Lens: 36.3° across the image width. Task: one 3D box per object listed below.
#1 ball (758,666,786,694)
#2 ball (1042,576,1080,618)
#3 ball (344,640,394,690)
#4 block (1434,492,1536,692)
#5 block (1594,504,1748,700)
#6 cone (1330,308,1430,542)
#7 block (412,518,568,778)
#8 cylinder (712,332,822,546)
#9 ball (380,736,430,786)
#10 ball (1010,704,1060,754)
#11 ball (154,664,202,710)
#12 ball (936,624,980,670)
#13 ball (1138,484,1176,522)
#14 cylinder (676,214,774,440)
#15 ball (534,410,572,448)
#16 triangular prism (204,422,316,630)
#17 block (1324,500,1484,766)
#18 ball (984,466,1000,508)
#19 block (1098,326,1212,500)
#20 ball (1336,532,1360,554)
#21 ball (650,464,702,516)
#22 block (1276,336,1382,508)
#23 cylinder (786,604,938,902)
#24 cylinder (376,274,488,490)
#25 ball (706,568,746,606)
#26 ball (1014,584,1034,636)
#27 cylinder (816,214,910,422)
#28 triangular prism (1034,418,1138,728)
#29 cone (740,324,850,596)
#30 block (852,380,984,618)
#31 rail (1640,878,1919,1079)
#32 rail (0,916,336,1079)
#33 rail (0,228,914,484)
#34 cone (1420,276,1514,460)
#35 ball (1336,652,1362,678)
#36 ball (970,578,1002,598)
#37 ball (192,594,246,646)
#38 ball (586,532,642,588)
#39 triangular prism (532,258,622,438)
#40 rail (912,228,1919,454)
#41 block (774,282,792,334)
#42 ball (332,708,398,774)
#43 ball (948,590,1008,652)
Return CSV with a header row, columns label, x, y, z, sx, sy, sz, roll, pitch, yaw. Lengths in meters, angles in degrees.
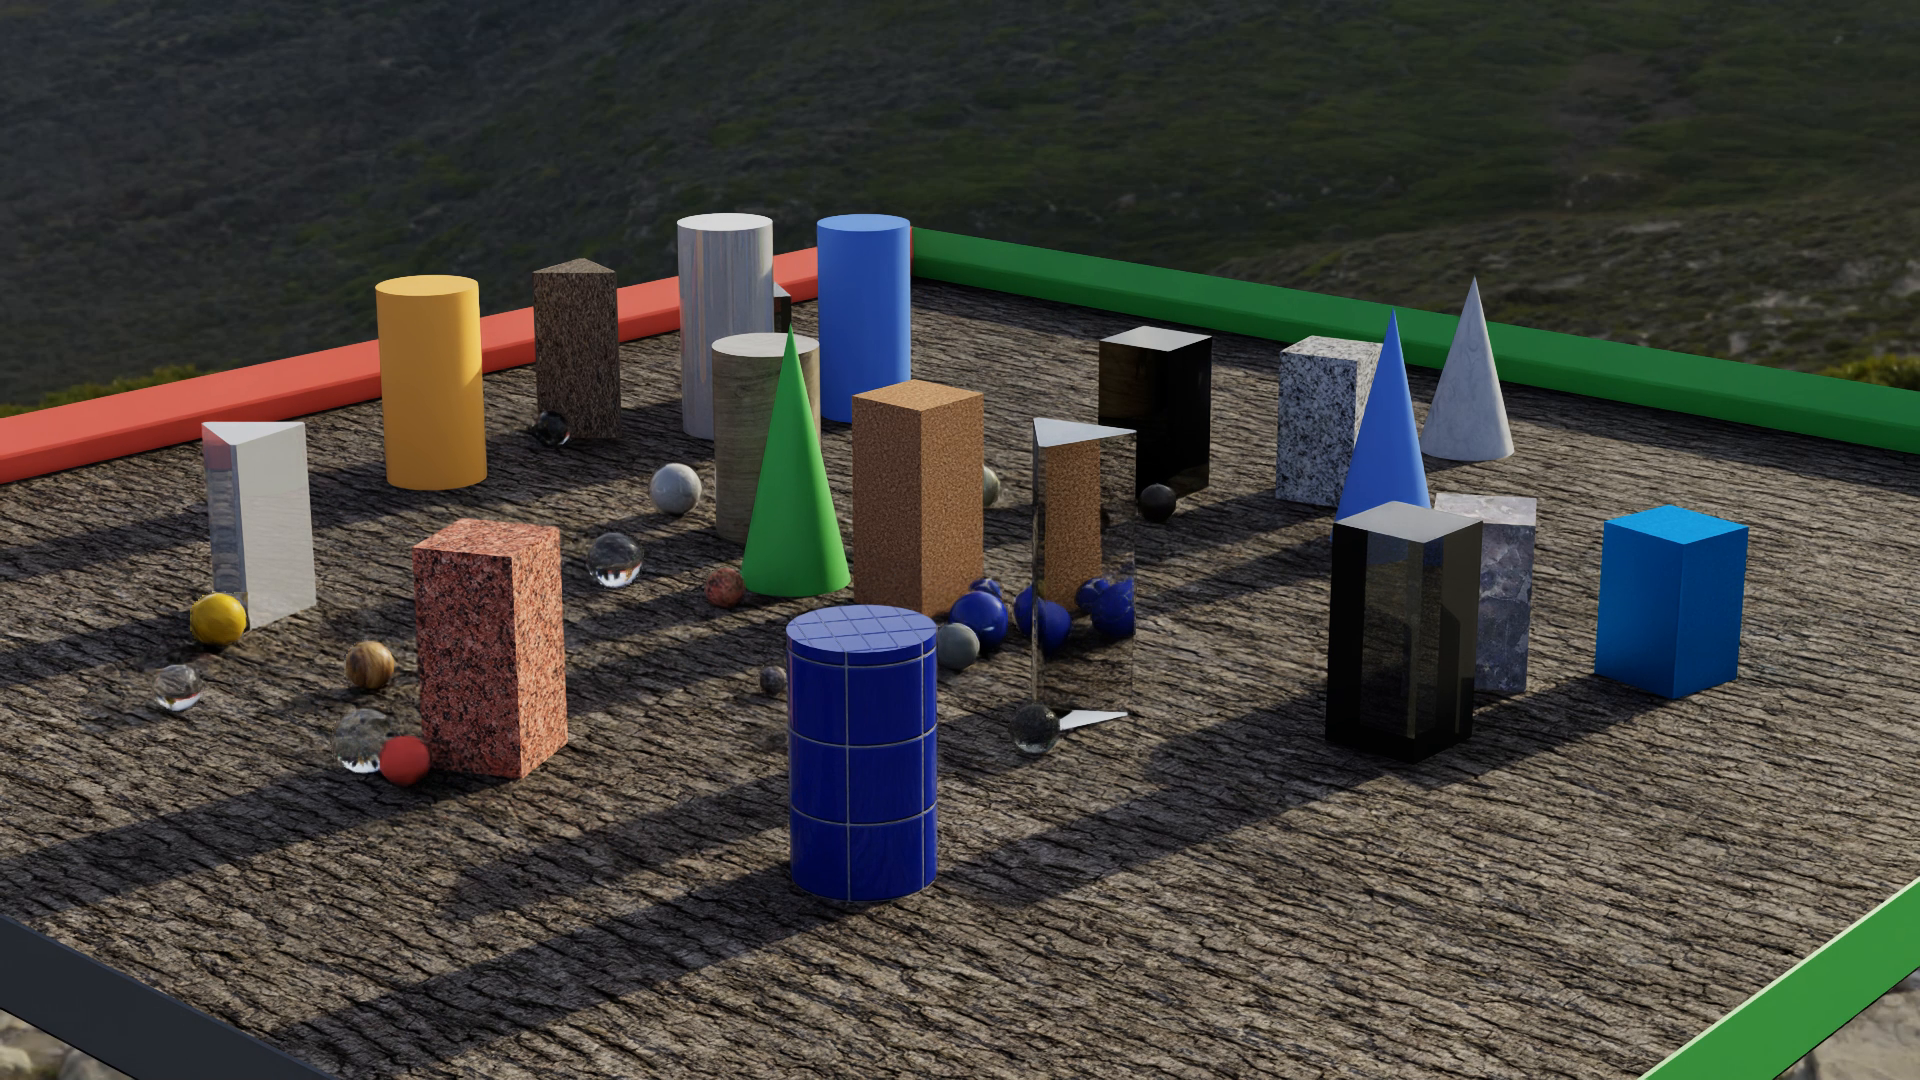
label,x,y,z,sx,sy,sz,roll,pitch,yaw
ball,-0.296,0.221,4.642,0.045,0.045,0.045,0,17,0
ball,0.165,0.100,4.991,0.076,0.076,0.076,0,17,0
ball,-0.938,0.199,4.660,0.077,0.077,0.077,0,17,0
block,0.836,0.082,4.704,0.159,0.275,0.159,3,17,11
block,1.137,0.097,4.690,0.159,0.255,0.159,-13,21,-36
cone,0.788,-0.212,5.389,0.199,0.444,0.199,0,17,0
block,-0.693,0.159,4.339,0.159,0.340,0.159,5,18,17
cylinder,-0.358,-0.188,5.455,0.199,0.360,0.199,0,17,0
ball,-0.807,0.321,4.261,0.074,0.074,0.074,0,17,0
ball,0.113,0.282,4.387,0.075,0.075,0.075,0,17,0
ball,-1.218,0.229,4.567,0.073,0.073,0.073,0,17,0
ball,-0.006,0.172,4.751,0.076,0.076,0.076,0,17,0
ball,0.375,-0.071,5.566,0.072,0.072,0.072,0,17,0
cylinder,-0.491,-0.451,6.182,0.199,0.444,0.199,0,17,0
ball,-0.846,-0.230,6.086,0.076,0.076,0.076,0,17,0
triangular prism,-1.225,-0.034,5.006,0.149,0.324,0.172,10,19,29
block,0.666,0.137,4.405,0.159,0.344,0.159,15,22,40
ball,0.036,-0.102,5.650,0.082,0.082,0.082,0,17,0
block,0.381,-0.246,5.745,0.159,0.304,0.159,12,21,35
ball,0.711,0.005,5.363,0.043,0.043,0.043,0,17,0
ball,-0.544,-0.097,5.606,0.099,0.099,0.099,0,17,0
block,0.724,-0.231,5.711,0.159,0.294,0.159,9,19,28
cylinder,-0.130,0.283,3.913,0.199,0.348,0.199,0,17,0
cylinder,-1.048,-0.313,5.817,0.199,0.391,0.199,0,17,0
ball,-0.404,0.082,5.066,0.067,0.067,0.067,0,17,0
ball,0.135,0.118,4.906,0.091,0.091,0.091,0,17,0
cylinder,-0.206,-0.478,6.319,0.199,0.417,0.199,0,17,0
triangular prism,0.155,0.047,4.513,0.172,0.453,0.149,-10,19,-30
cone,-0.294,-0.154,5.152,0.199,0.469,0.199,0,17,0
block,-0.072,-0.071,5.049,0.159,0.370,0.159,14,22,39
rail,1.425,0.389,3.935,0.045,0.129,4.015,14,22,39
rail,-1.301,0.464,3.685,3.822,0.129,0.045,14,22,39
rail,-1.425,-0.325,6.305,0.045,0.129,4.015,14,22,39
cone,1.050,-0.366,6.034,0.199,0.367,0.199,0,17,0
ball,0.624,0.202,4.712,0.042,0.042,0.042,0,17,0
ball,0.043,0.092,5.053,0.055,0.055,0.055,0,17,0
ball,-1.229,0.132,4.861,0.089,0.089,0.089,0,17,0
ball,-0.610,0.035,5.170,0.098,0.098,0.098,0,17,0
triangular prism,-0.800,-0.407,6.193,0.172,0.353,0.149,0,17,0
rail,1.301,-0.400,6.554,3.822,0.129,0.045,14,22,39
block,-0.465,-0.429,6.453,0.159,0.245,0.159,-5,17,-15
ball,-0.874,0.295,4.308,0.096,0.096,0.096,0,17,0
ball,0.031,0.134,4.839,0.099,0.099,0.099,0,17,0
